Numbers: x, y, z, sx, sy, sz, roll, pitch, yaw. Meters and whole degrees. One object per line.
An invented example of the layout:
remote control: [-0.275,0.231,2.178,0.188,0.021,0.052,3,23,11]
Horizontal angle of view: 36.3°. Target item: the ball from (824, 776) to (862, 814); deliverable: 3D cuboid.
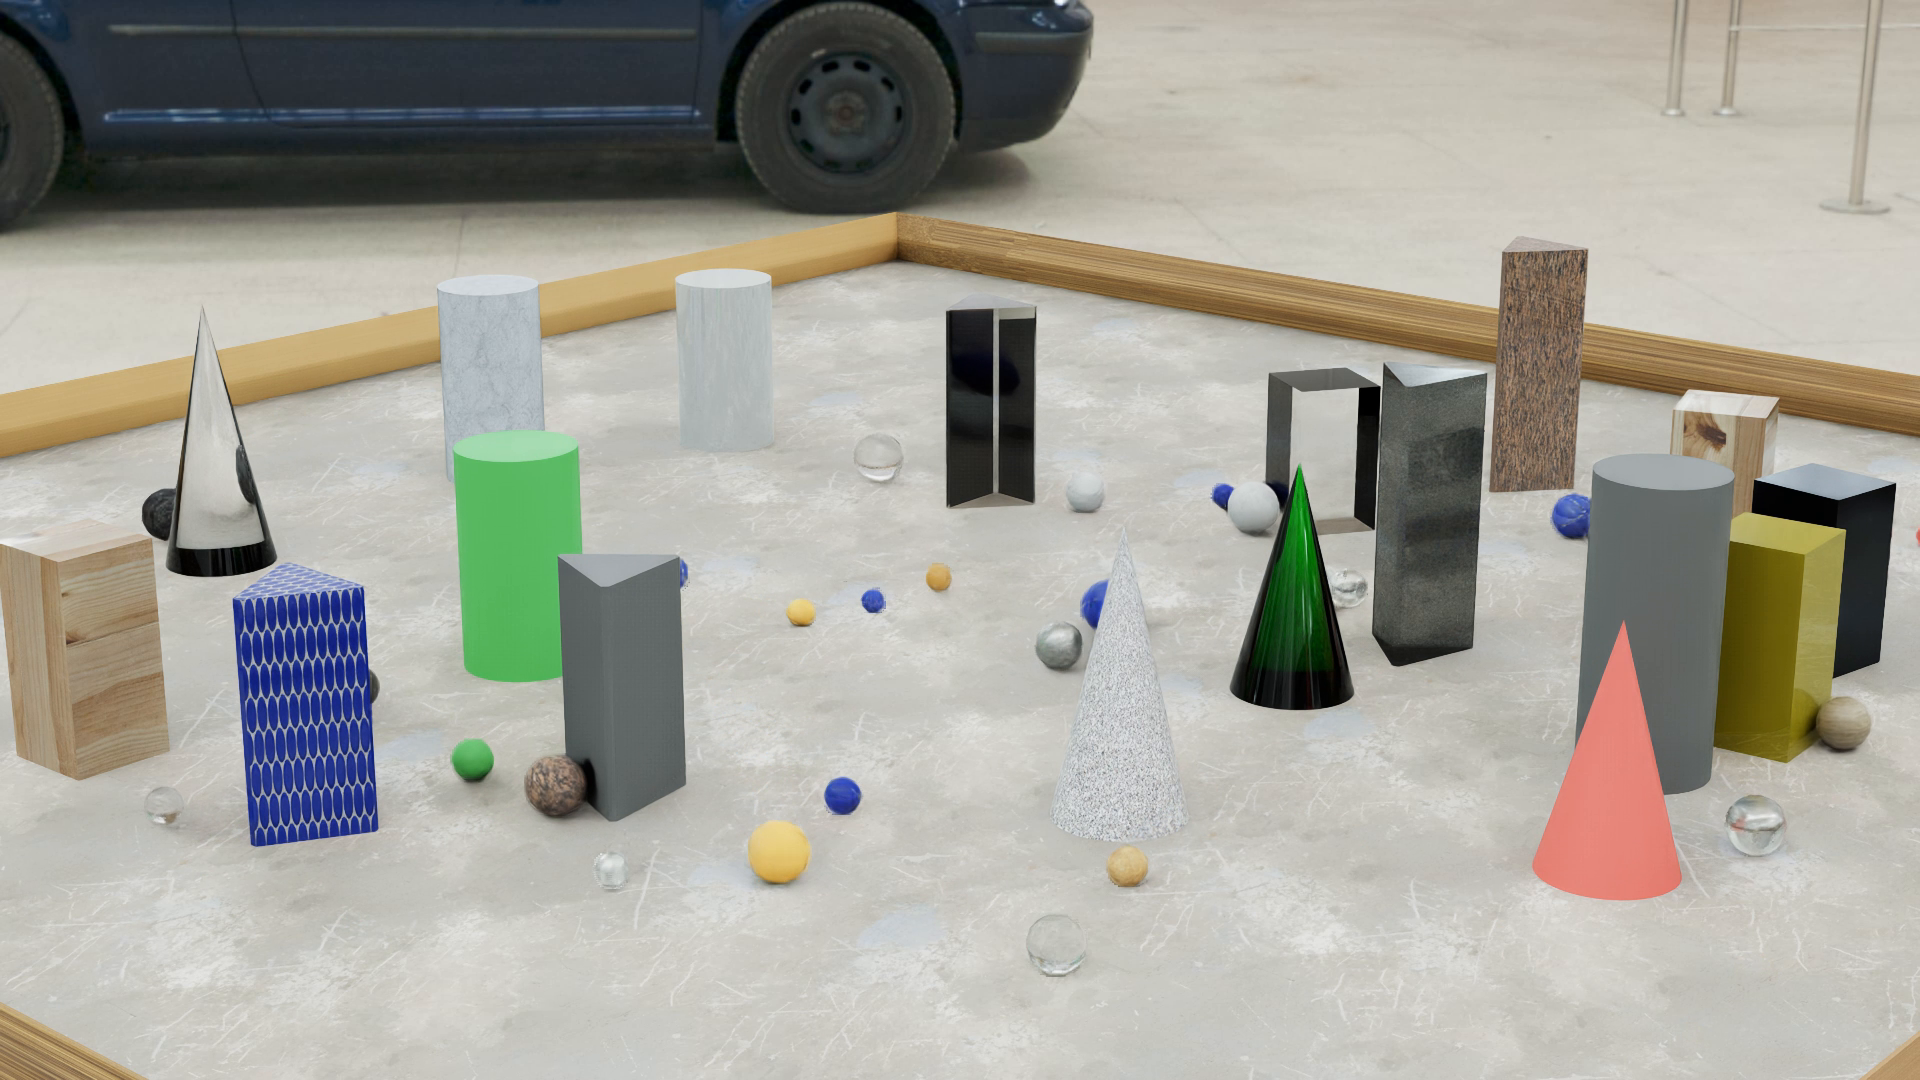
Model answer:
ball: [-0.166,0.362,4.159,0.053,0.053,0.053,0,17,0]

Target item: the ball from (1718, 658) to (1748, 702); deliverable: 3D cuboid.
ball: [1.201,0.219,4.602,0.071,0.071,0.071,0,17,0]

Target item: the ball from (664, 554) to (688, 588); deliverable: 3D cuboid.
ball: [-0.509,0.058,5.149,0.066,0.066,0.066,0,17,0]

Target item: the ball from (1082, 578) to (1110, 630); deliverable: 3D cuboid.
ball: [0.251,0.112,4.920,0.094,0.094,0.094,0,17,0]

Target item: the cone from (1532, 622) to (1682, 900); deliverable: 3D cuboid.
cone: [0.875,0.276,3.917,0.198,0.358,0.198,0,17,0]

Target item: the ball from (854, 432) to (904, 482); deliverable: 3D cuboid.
ball: [-0.162,-0.164,5.828,0.098,0.098,0.098,0,17,0]

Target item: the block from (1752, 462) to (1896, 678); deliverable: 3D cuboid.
block: [1.391,0.051,4.758,0.159,0.304,0.159,-13,21,-38]

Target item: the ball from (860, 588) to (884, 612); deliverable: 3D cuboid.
ball: [-0.150,0.104,5.036,0.041,0.041,0.041,0,17,0]

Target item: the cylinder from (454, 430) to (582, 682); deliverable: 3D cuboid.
cylinder: [-0.710,0.024,4.739,0.198,0.366,0.198,0,17,0]

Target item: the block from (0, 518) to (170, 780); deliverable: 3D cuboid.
block: [-1.298,0.160,4.344,0.159,0.335,0.159,14,21,38]

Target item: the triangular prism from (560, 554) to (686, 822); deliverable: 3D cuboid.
triangular prism: [-0.508,0.199,4.192,0.149,0.348,0.172,10,19,30]

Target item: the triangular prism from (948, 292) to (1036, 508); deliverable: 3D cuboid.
triangular prism: [0.047,-0.273,5.682,0.172,0.392,0.149,-3,17,-10]

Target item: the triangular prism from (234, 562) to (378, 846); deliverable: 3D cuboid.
triangular prism: [-0.920,0.223,4.093,0.172,0.358,0.149,-6,18,-18]

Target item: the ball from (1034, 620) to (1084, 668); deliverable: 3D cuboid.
ball: [0.160,0.170,4.754,0.078,0.078,0.078,0,17,0]

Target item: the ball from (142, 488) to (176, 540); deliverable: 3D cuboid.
ball: [-1.471,-0.047,5.444,0.096,0.096,0.096,0,17,0]

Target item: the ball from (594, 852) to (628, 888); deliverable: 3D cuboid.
ball: [-0.465,0.440,3.914,0.046,0.046,0.046,0,17,0]

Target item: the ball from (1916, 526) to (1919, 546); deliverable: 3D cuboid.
ball: [1.784,-0.007,5.328,0.087,0.087,0.087,0,17,0]

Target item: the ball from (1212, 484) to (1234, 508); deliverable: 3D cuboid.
ball: [0.511,-0.085,5.657,0.046,0.046,0.046,0,17,0]

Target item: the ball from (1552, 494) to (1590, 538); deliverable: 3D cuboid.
ball: [1.145,-0.045,5.459,0.084,0.084,0.084,0,17,0]

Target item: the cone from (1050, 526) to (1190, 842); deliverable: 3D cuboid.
cone: [0.226,0.183,4.097,0.198,0.433,0.198,0,17,0]

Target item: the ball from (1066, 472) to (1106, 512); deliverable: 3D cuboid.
ball: [0.243,-0.093,5.627,0.078,0.078,0.078,0,17,0]

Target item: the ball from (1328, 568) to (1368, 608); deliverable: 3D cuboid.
ball: [0.669,0.082,5.061,0.069,0.069,0.069,0,17,0]

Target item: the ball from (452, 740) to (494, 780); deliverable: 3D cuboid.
ball: [-0.711,0.322,4.283,0.060,0.060,0.060,0,17,0]

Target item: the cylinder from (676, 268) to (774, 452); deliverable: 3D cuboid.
cylinder: [-0.488,-0.375,6.098,0.198,0.345,0.198,0,17,0]

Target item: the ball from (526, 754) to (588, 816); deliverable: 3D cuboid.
ball: [-0.571,0.347,4.151,0.087,0.087,0.087,0,17,0]

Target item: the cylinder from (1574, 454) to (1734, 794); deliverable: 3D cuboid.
cylinder: [1.006,0.121,4.260,0.198,0.457,0.198,0,17,0]

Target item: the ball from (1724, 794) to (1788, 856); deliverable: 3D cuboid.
ball: [1.090,0.390,4.015,0.083,0.083,0.083,0,17,0]

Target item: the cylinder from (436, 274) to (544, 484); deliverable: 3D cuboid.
cylinder: [-0.930,-0.317,5.831,0.198,0.389,0.198,0,17,0]

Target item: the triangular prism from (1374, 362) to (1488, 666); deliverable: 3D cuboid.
triangular prism: [0.738,-0.050,4.808,0.172,0.468,0.149,-11,20,-32]

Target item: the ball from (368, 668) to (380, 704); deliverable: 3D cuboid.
ball: [-0.940,0.230,4.574,0.068,0.068,0.068,0,17,0]

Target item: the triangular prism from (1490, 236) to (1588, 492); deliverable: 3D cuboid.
triangular prism: [1.116,-0.349,5.780,0.172,0.480,0.149,-3,17,-9]

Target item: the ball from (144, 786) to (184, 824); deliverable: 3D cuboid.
ball: [-1.119,0.374,4.123,0.053,0.053,0.053,0,17,0]

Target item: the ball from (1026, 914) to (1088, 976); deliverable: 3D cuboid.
ball: [0.120,0.503,3.651,0.076,0.076,0.076,0,17,0]

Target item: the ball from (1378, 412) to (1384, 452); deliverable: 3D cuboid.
ball: [0.894,-0.220,6.013,0.099,0.099,0.099,0,17,0]

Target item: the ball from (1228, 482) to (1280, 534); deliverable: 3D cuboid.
ball: [0.549,-0.061,5.488,0.097,0.097,0.097,0,17,0]

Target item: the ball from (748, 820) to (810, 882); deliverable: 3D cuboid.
ball: [-0.243,0.417,3.925,0.084,0.084,0.084,0,17,0]

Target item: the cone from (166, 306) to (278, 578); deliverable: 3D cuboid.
cone: [-1.342,-0.191,5.259,0.198,0.479,0.198,0,17,0]

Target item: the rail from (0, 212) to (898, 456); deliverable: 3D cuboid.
rail: [-1.559,-0.358,6.416,0.045,0.129,4.281,14,22,39]

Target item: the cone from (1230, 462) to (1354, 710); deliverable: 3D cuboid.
cone: [0.528,0.057,4.612,0.198,0.377,0.198,0,17,0]

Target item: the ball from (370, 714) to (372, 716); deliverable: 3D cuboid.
ball: [-0.925,0.270,4.457,0.059,0.059,0.059,0,17,0]

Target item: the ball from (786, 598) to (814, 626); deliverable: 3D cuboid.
ball: [-0.270,0.122,4.968,0.047,0.047,0.047,0,17,0]

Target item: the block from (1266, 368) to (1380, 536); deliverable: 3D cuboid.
block: [0.681,-0.167,5.524,0.159,0.279,0.159,-5,17,-16]

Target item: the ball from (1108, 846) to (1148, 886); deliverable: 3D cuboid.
ball: [0.225,0.435,3.916,0.054,0.054,0.054,0,17,0]

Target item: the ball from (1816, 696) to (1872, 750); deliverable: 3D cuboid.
ball: [1.326,0.275,4.402,0.080,0.080,0.080,0,17,0]

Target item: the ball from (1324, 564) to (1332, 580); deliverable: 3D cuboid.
ball: [0.618,0.069,5.102,0.064,0.064,0.064,0,17,0]

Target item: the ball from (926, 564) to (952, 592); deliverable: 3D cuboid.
ball: [-0.038,0.067,5.152,0.046,0.046,0.046,0,17,0]

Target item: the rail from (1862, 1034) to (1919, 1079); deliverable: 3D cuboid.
rail: [1.559,0.423,3.824,0.045,0.129,4.281,14,22,39]

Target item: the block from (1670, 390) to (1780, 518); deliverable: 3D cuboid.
block: [1.345,-0.087,5.189,0.159,0.319,0.159,7,18,22]

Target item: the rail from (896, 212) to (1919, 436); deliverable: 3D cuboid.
rail: [1.388,-0.429,6.650,4.177,0.129,0.045,14,22,39]

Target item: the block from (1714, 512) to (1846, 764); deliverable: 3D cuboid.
block: [1.213,0.144,4.412,0.159,0.324,0.159,12,21,35]

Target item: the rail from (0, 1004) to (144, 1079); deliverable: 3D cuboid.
rail: [-1.388,0.493,3.589,4.177,0.129,0.045,14,22,39]
